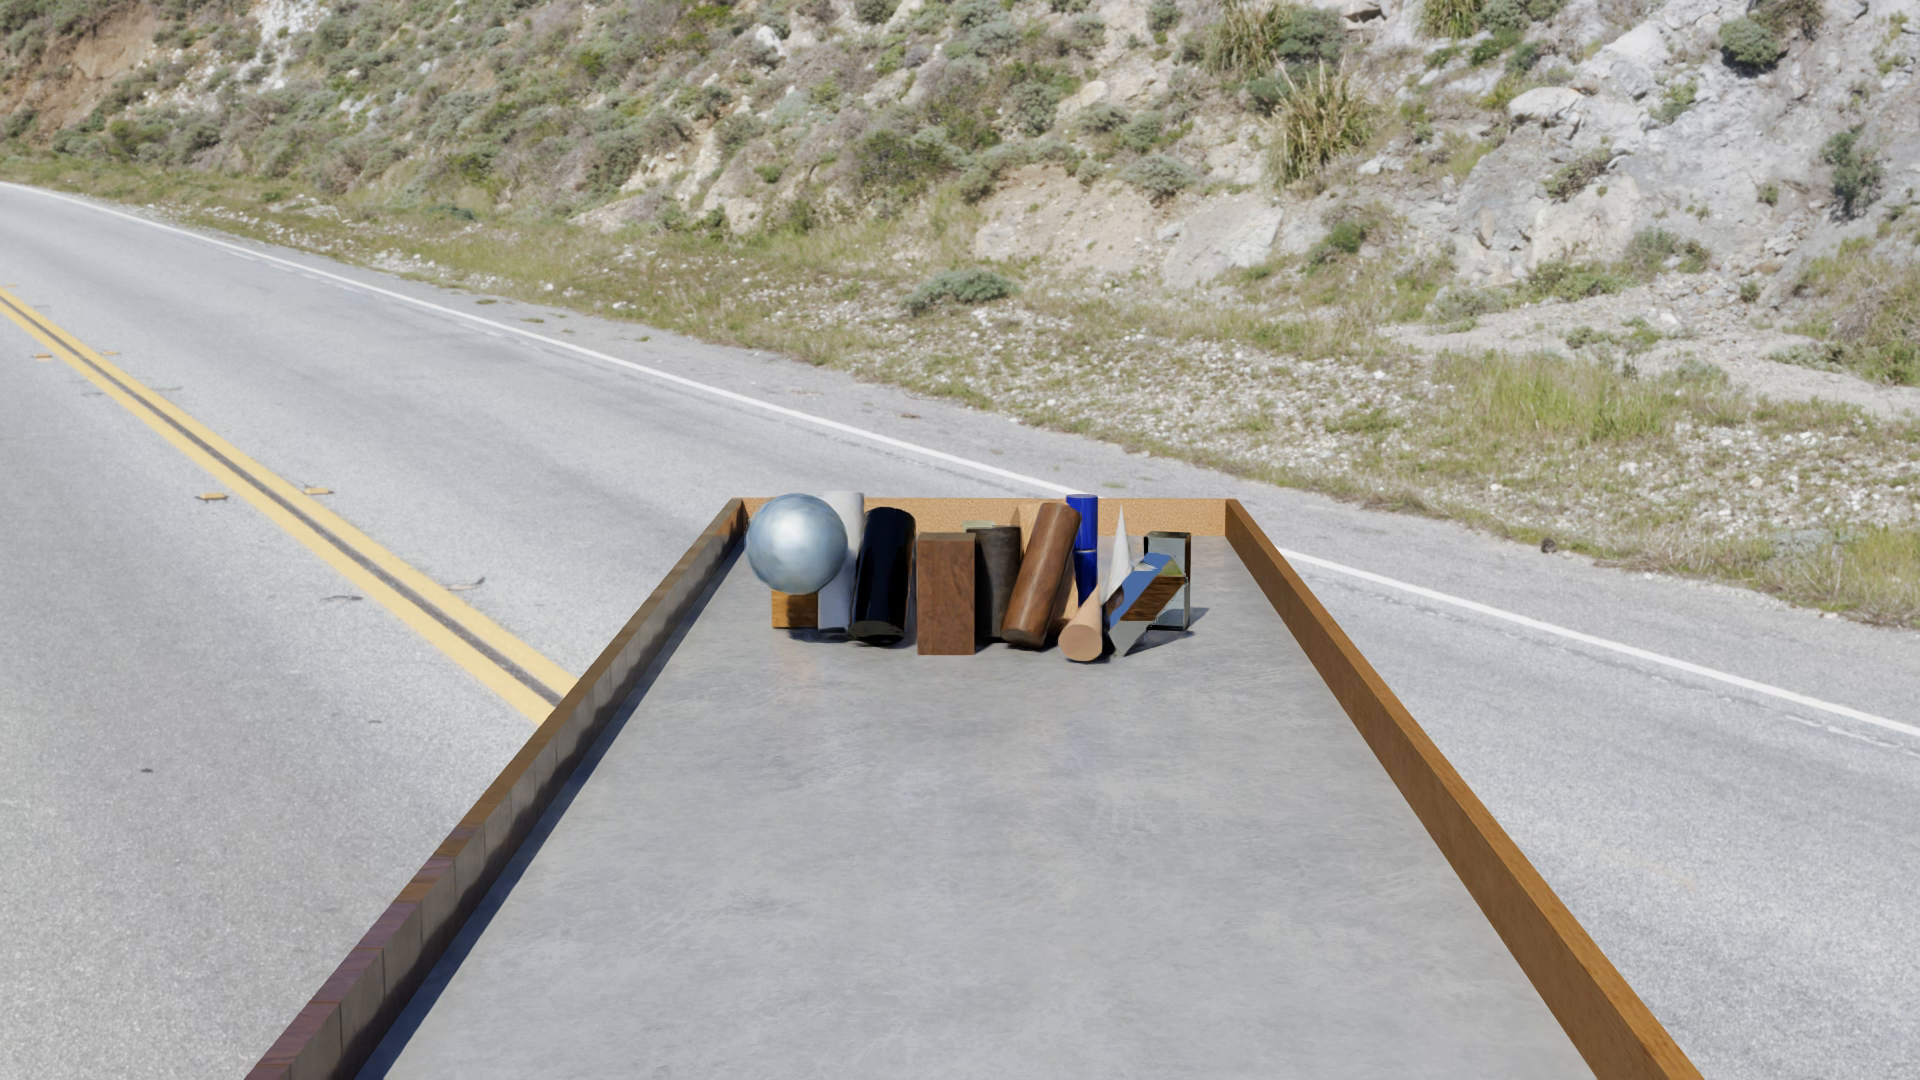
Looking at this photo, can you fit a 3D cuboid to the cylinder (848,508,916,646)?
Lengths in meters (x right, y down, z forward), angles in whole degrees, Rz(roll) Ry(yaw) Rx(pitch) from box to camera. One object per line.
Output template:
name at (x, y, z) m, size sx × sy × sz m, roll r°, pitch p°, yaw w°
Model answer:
cylinder at (-0.243, 0.114, 6.935) m, size 0.176 × 0.400 × 0.176 m, roll 4°, pitch -28°, yaw 2°

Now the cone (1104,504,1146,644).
cone at (0.510, 0.102, 6.933) m, size 0.156 × 0.438 × 0.156 m, roll -1°, pitch 5°, yaw 0°

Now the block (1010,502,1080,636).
block at (0.271, 0.094, 7.069) m, size 0.160 × 0.394 × 0.160 m, roll -2°, pitch -21°, yaw -10°

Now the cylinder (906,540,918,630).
cylinder at (-0.217, 0.123, 7.207) m, size 0.152 × 0.321 × 0.152 m, roll 0°, pitch 9°, yaw 0°

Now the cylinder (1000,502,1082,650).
cylinder at (0.255, 0.110, 6.896) m, size 0.141 × 0.450 × 0.141 m, roll 16°, pitch -24°, yaw 7°

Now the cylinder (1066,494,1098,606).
cylinder at (0.398, 0.069, 7.205) m, size 0.106 × 0.430 × 0.106 m, roll 0°, pitch 9°, yaw 0°

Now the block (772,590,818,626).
block at (-0.534, 0.109, 7.230) m, size 0.170 × 0.332 × 0.170 m, roll -1°, pitch 5°, yaw -4°

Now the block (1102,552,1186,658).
block at (0.544, 0.199, 6.820) m, size 0.105 × 0.105 × 0.346 m, roll 11°, pitch 51°, yaw 49°

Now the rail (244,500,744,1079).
rail at (-1.004, 0.839, 3.234) m, size 0.050 × 0.150 × 12.000 m, roll 0°, pitch 9°, yaw 1°

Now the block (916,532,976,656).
block at (-0.039, 0.165, 6.830) m, size 0.177 × 0.357 × 0.177 m, roll 0°, pitch 9°, yaw 2°

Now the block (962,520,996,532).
block at (0.060, 0.116, 7.177) m, size 0.108 × 0.345 × 0.108 m, roll 0°, pitch 9°, yaw -1°

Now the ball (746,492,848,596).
ball at (-0.505, 0.012, 6.808) m, size 0.316 × 0.316 × 0.316 m, roll 0°, pitch 9°, yaw 0°

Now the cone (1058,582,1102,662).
cone at (0.400, 0.220, 6.746) m, size 0.135 × 0.135 × 0.343 m, roll 2°, pitch 32°, yaw 14°

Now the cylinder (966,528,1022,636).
cylinder at (0.112, 0.133, 7.002) m, size 0.178 × 0.341 × 0.178 m, roll -1°, pitch 0°, yaw 0°

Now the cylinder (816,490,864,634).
cylinder at (-0.382, 0.073, 7.061) m, size 0.157 × 0.439 × 0.157 m, roll -2°, pitch -10°, yaw 0°

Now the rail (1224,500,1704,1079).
rail at (1.046, 0.843, 3.208) m, size 0.050 × 0.150 × 12.000 m, roll 0°, pitch 9°, yaw 1°

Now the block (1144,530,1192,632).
block at (0.676, 0.134, 7.190) m, size 0.135 × 0.306 × 0.135 m, roll 2°, pitch 9°, yaw 15°

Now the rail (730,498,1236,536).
rail at (0.099, -0.098, 9.147) m, size 2.100 × 0.150 × 0.050 m, roll 0°, pitch 9°, yaw 1°
